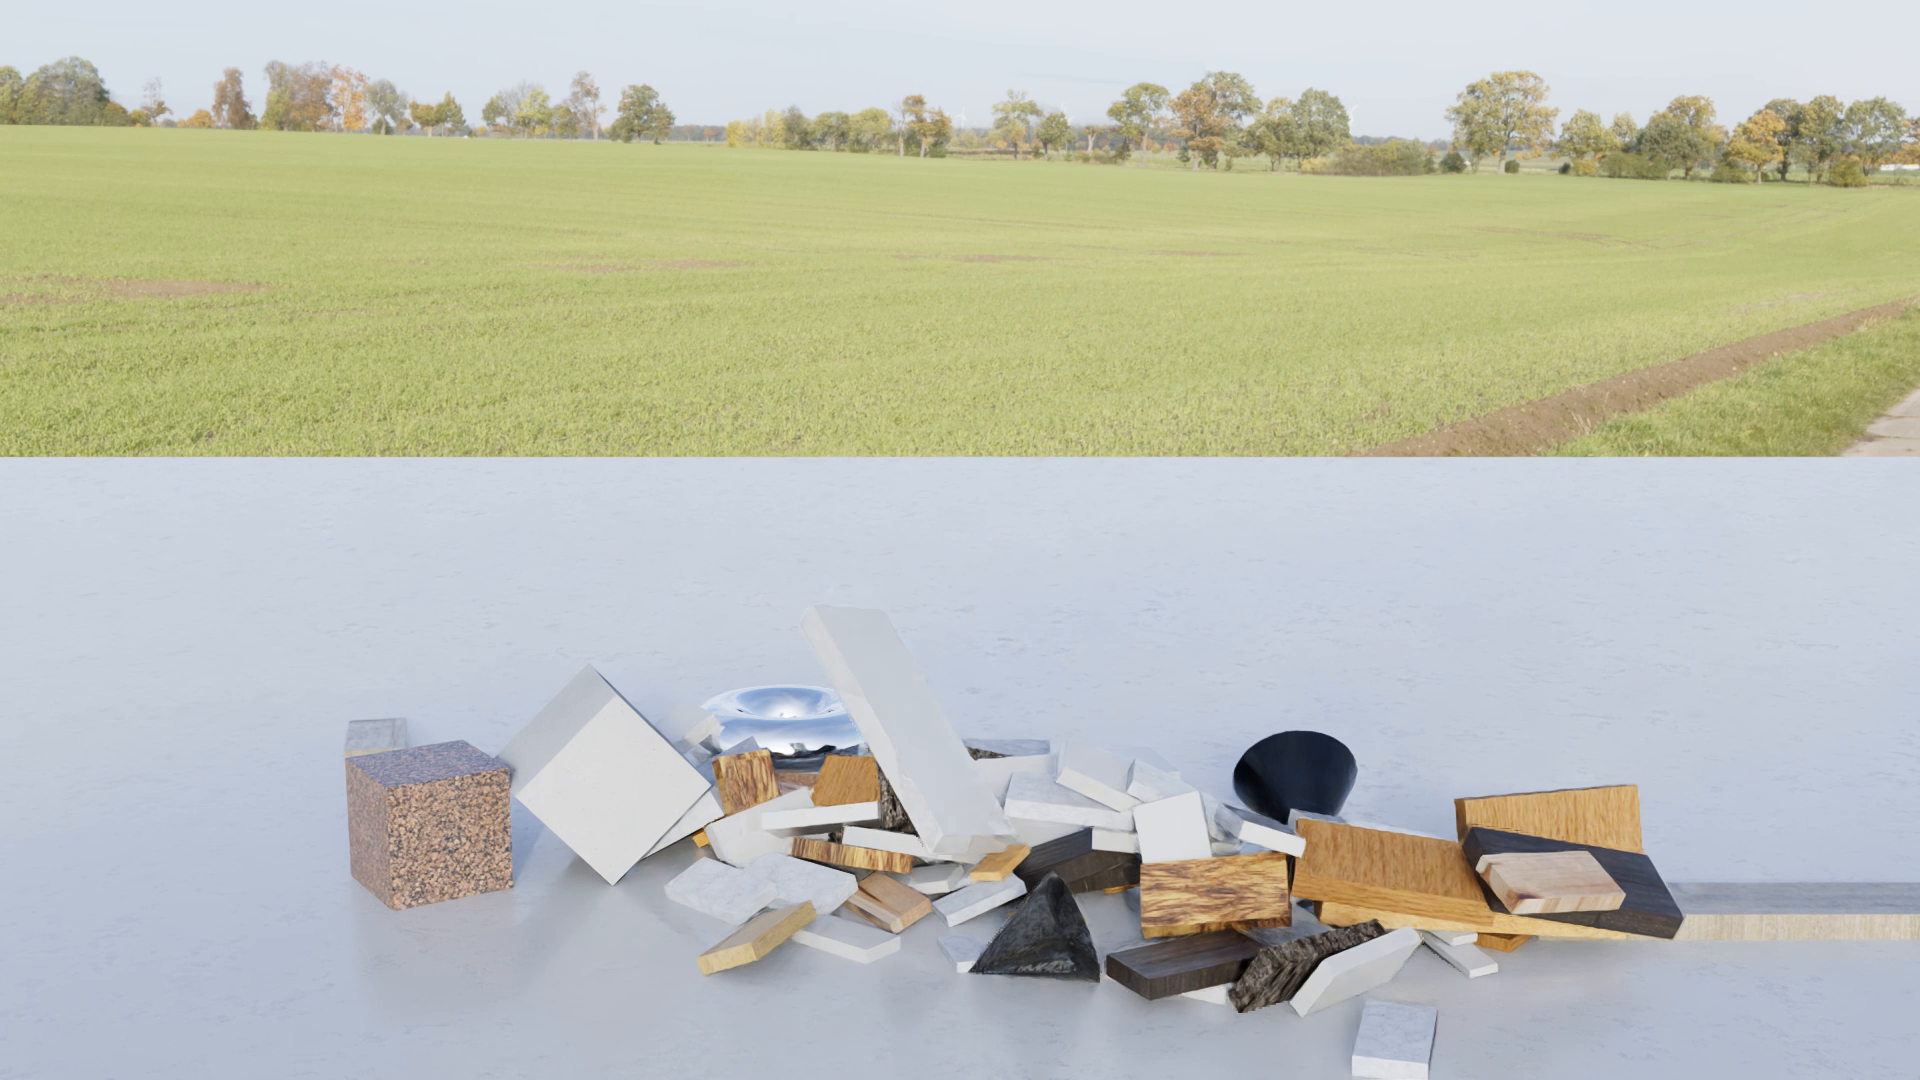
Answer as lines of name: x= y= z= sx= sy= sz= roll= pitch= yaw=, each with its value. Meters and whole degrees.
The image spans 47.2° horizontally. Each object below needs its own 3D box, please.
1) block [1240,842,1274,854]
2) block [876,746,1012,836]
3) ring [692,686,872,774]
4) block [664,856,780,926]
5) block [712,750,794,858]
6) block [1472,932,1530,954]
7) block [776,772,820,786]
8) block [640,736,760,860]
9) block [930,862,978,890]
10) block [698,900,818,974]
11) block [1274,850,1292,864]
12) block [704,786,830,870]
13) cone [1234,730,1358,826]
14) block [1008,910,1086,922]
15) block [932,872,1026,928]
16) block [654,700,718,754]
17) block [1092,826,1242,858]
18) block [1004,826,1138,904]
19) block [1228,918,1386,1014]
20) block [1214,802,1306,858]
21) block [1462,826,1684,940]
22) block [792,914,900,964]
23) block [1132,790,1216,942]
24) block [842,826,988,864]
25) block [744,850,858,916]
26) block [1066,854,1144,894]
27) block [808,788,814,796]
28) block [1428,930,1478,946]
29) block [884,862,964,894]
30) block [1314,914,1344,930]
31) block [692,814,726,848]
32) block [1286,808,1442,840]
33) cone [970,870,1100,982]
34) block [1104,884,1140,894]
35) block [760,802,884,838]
block: x=0.458 y=0.531 z=3.650 sx=0.131 sy=0.019 sz=0.066 roll=-27 pitch=10 yaw=23
block: x=-0.002 y=0.436 z=3.777 sx=0.324 sy=0.162 sz=0.046 roll=16 pitch=-36 yaw=-40
ring: x=-0.349 y=0.388 z=4.406 sx=0.396 sy=0.132 sz=0.396 roll=1 pitch=10 yaw=0
block: x=-0.392 y=0.574 z=3.601 sx=0.183 sy=0.026 sz=0.091 roll=10 pitch=35 yaw=44
block: x=-0.356 y=0.468 z=3.823 sx=0.099 sy=0.199 sz=0.028 roll=-6 pitch=-21 yaw=-33
block: x=0.816 y=0.615 z=3.474 sx=0.148 sy=0.021 sz=0.074 roll=8 pitch=13 yaw=37
block: x=-0.286 y=0.454 z=4.064 sx=0.160 sy=0.023 sz=0.080 roll=1 pitch=11 yaw=7
block: x=-0.475 y=0.464 z=3.987 sx=0.177 sy=0.050 sz=0.354 roll=-29 pitch=6 yaw=11
block: x=0.000 y=0.560 z=3.666 sx=0.140 sy=0.020 sz=0.070 roll=-9 pitch=14 yaw=27
block: x=-0.310 y=0.611 z=3.382 sx=0.100 sy=0.028 sz=0.200 roll=-20 pitch=1 yaw=25
block: x=0.547 y=0.541 z=3.775 sx=0.121 sy=0.017 sz=0.061 roll=-17 pitch=14 yaw=6
block: x=-0.331 y=0.505 z=3.783 sx=0.199 sy=0.099 sz=0.028 roll=-18 pitch=-14 yaw=-36
cone: x=0.609 y=0.496 z=3.898 sx=0.224 sy=0.224 sz=0.224 roll=0 pitch=37 yaw=-1
block: x=0.139 y=0.608 z=3.529 sx=0.112 sy=0.016 sz=0.056 roll=-3 pitch=10 yaw=-16
block: x=0.031 y=0.579 z=3.561 sx=0.140 sy=0.020 sz=0.070 roll=-21 pitch=17 yaw=-17
block: x=-0.591 y=0.406 z=4.271 sx=0.236 sy=0.033 sz=0.118 roll=-38 pitch=27 yaw=-23
block: x=0.343 y=0.478 z=3.611 sx=0.237 sy=0.034 sz=0.118 roll=4 pitch=19 yaw=12
block: x=0.170 y=0.535 z=3.673 sx=0.237 sy=0.034 sz=0.118 roll=-18 pitch=12 yaw=-2
block: x=0.508 y=0.620 z=3.204 sx=0.226 sy=0.113 sz=0.032 roll=-7 pitch=48 yaw=-33
block: x=0.467 y=0.452 z=3.437 sx=0.101 sy=0.029 sz=0.203 roll=18 pitch=0 yaw=-4
block: x=0.938 y=0.525 z=3.372 sx=0.304 sy=0.043 sz=0.152 roll=11 pitch=29 yaw=-13
block: x=-0.178 y=0.622 z=3.435 sx=0.158 sy=0.022 sz=0.079 roll=9 pitch=14 yaw=39
block: x=0.347 y=0.515 z=3.460 sx=0.110 sy=0.220 sz=0.031 roll=-16 pitch=-26 yaw=13
block: x=-0.074 y=0.509 z=3.666 sx=0.220 sy=0.031 sz=0.110 roll=3 pitch=-10 yaw=34
block: x=-0.275 y=0.569 z=3.621 sx=0.199 sy=0.028 sz=0.099 roll=9 pitch=32 yaw=39
block: x=0.292 y=0.533 z=3.667 sx=0.237 sy=0.034 sz=0.118 roll=-13 pitch=13 yaw=20
block: x=-0.272 y=0.490 z=3.878 sx=0.160 sy=0.080 sz=0.023 roll=-22 pitch=-20 yaw=-18
block: x=0.752 y=0.600 z=3.411 sx=0.048 sy=0.014 sz=0.096 roll=-4 pitch=17 yaw=-27
block: x=-0.071 y=0.565 z=3.638 sx=0.140 sy=0.020 sz=0.070 roll=-10 pitch=13 yaw=24
block: x=0.619 y=0.586 z=3.474 sx=0.138 sy=0.020 sz=0.069 roll=-33 pitch=33 yaw=-27
block: x=-0.425 y=0.493 z=3.966 sx=0.080 sy=0.023 sz=0.160 roll=-28 pitch=13 yaw=15
block: x=0.718 y=0.518 z=3.726 sx=0.299 sy=0.042 sz=0.149 roll=13 pitch=4 yaw=-25
cone: x=0.091 y=0.616 z=3.309 sx=0.179 sy=0.179 sz=0.179 roll=-25 pitch=7 yaw=10
block: x=0.307 y=0.556 z=3.678 sx=0.131 sy=0.019 sz=0.066 roll=-16 pitch=12 yaw=14
block: x=-0.224 y=0.473 z=3.711 sx=0.202 sy=0.029 sz=0.101 roll=-7 pitch=-16 yaw=11
